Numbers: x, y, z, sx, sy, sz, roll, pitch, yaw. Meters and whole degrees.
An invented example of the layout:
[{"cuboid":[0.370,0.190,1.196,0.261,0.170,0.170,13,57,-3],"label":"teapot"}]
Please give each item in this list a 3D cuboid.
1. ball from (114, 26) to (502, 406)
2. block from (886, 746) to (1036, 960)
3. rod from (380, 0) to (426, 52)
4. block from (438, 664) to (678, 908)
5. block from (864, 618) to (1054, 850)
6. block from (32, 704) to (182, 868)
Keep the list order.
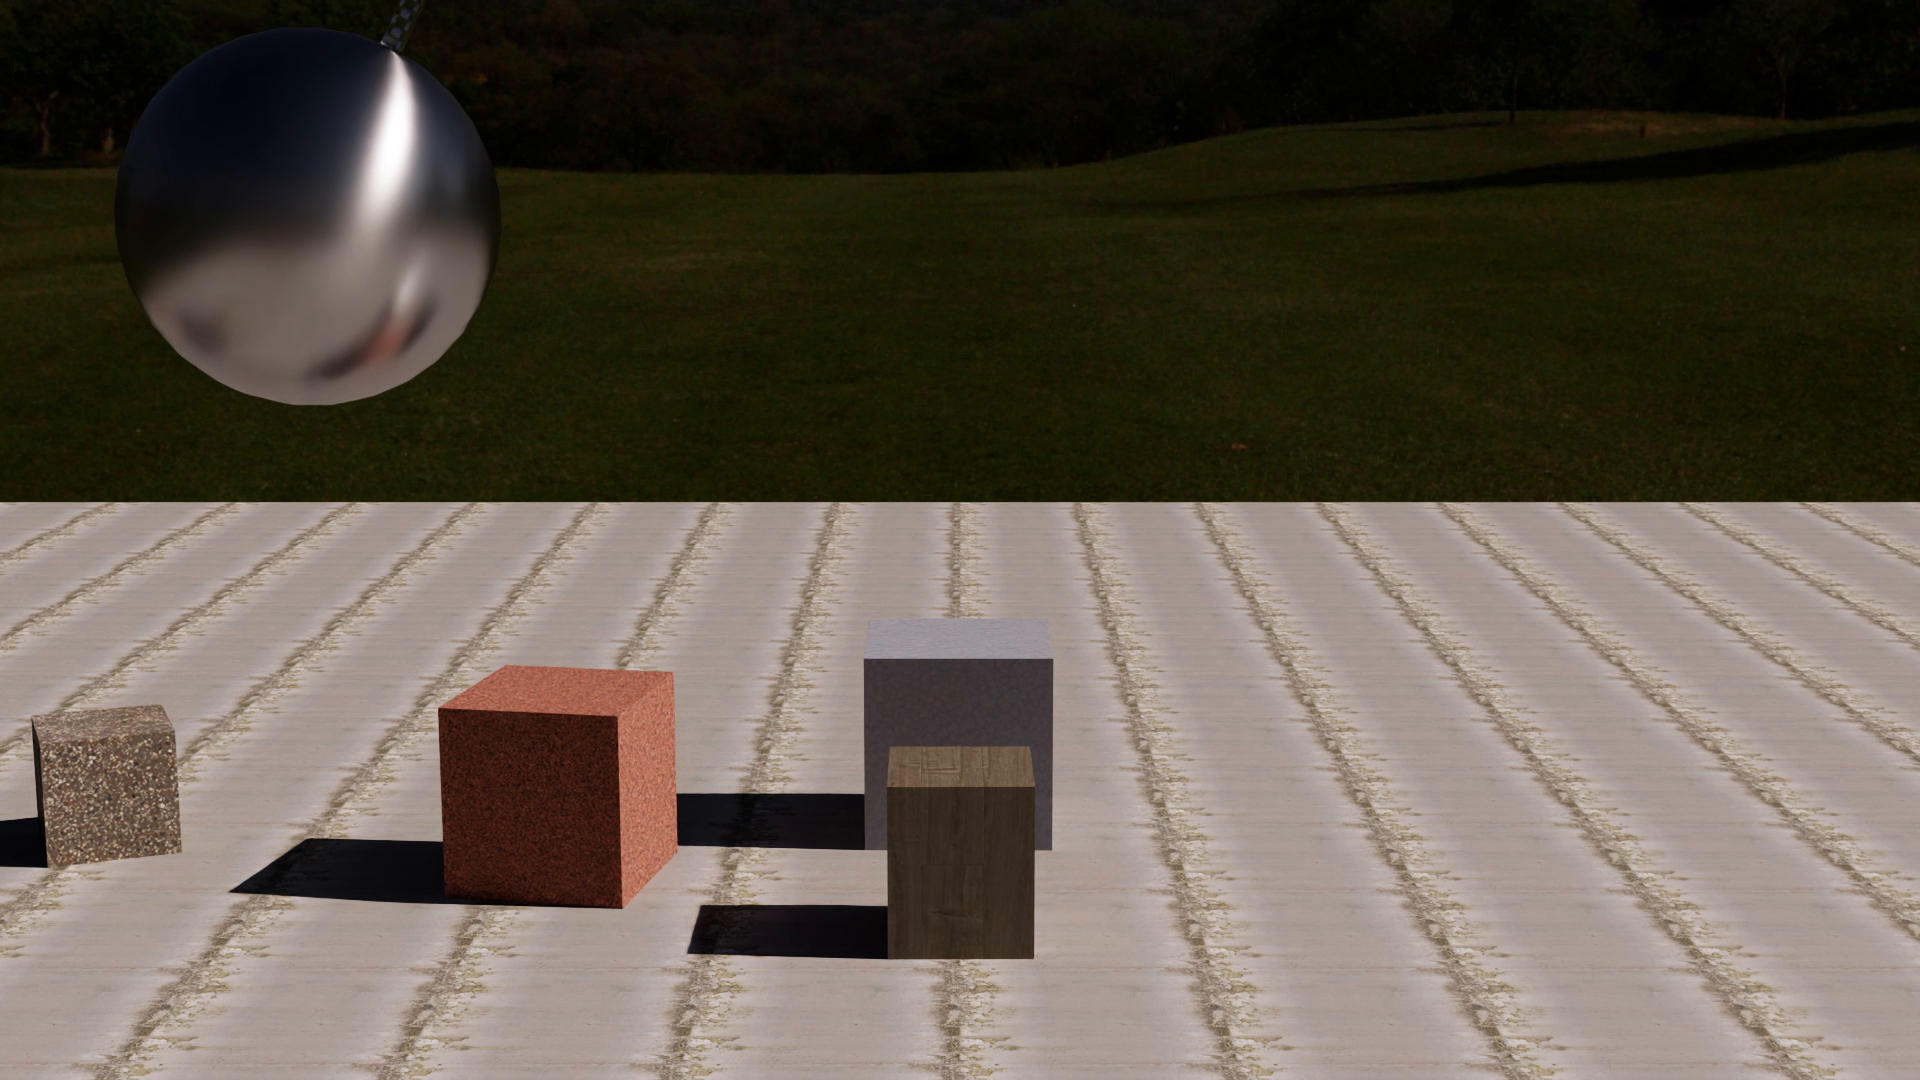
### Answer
[{"cuboid":[-2.765,-1.373,10.931,1.600,1.600,1.600,0,10,0],"label":"ball"},{"cuboid":[0.002,1.276,10.543,0.588,0.717,0.619,0,10,0],"label":"block"},{"cuboid":[-1.198,-4.342,10.391,0.080,5.200,0.080,27,9,-5],"label":"rod"},{"cuboid":[-1.756,1.071,11.317,0.796,0.845,0.822,2,10,10],"label":"block"},{"cuboid":[-0.005,0.901,12.091,0.858,0.901,0.863,0,10,0],"label":"block"},{"cuboid":[-3.929,1.121,11.804,0.580,0.572,0.559,-4,11,-23],"label":"block"}]
